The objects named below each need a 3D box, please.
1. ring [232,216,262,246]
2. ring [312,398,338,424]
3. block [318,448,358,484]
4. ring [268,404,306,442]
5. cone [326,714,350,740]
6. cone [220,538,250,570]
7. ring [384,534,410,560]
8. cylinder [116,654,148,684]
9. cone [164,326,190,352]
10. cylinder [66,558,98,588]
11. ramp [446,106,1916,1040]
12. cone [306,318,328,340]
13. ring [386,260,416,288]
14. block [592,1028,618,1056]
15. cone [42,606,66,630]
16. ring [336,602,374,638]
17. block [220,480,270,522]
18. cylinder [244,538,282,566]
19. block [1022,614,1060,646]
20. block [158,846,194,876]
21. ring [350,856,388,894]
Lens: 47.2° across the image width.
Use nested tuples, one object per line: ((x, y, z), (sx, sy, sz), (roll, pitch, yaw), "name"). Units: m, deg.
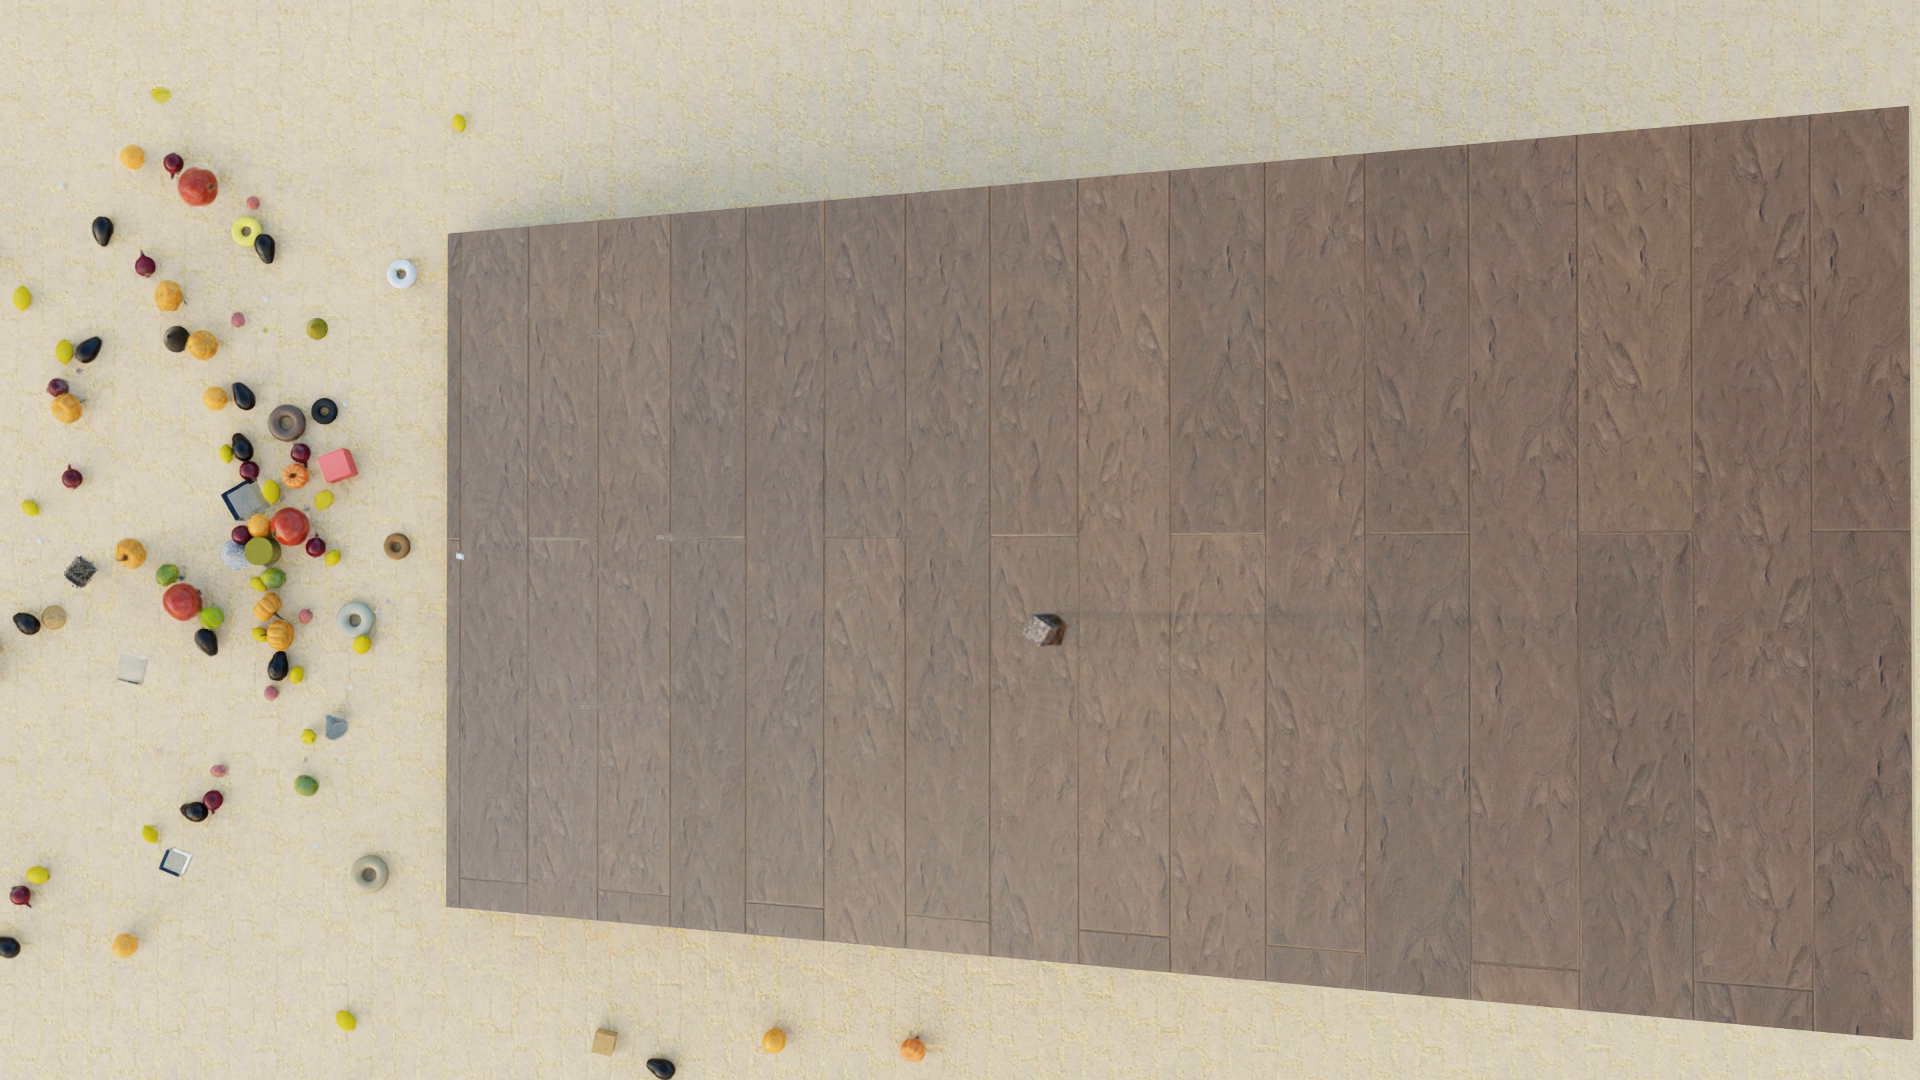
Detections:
((-2.146, -0.928, 6.615), (0.091, 0.030, 0.091), (0, 88, 0), "ring")
((-1.911, -0.387, 6.611), (0.080, 0.027, 0.080), (0, 89, 1), "ring")
((-1.862, -0.222, 6.583), (0.080, 0.080, 0.080), (-20, 89, 0), "block")
((-2.022, -0.351, 6.606), (0.113, 0.038, 0.113), (0, 90, -1), "ring")
((-1.885, 0.546, 6.598), (0.074, 0.074, 0.074), (-45, 63, 0), "cone")
((-2.176, 0.042, 6.571), (0.098, 0.098, 0.098), (0, 89, 0), "cone")
((-1.691, 0.019, 6.607), (0.080, 0.027, 0.080), (0, 88, 1), "ring")
((-2.474, 0.386, 6.578), (0.076, 0.076, 0.076), (13, 89, 0), "cylinder")
((-2.361, -0.606, 6.586), (0.081, 0.081, 0.081), (0, 89, 0), "cone")
((-2.632, 0.098, 6.587), (0.065, 0.065, 0.065), (38, 88, 0), "cylinder")
((0.278, 0.079, 5.662), (4.000, 0.100, 2.000), (0, 89, 27), "ramp")
((-1.938, -0.637, 6.594), (0.066, 0.066, 0.066), (0, 89, 0), "cone")
((-1.680, -0.799, 6.614), (0.089, 0.030, 0.089), (0, 88, 0), "ring")
((-1.062, 1.501, 6.574), (0.060, 0.060, 0.060), (12, 89, 0), "block")
((-2.726, 0.233, 6.580), (0.075, 0.075, 0.075), (0, 89, 0), "cone")
((-1.815, 0.241, 6.600), (0.112, 0.037, 0.112), (0, 91, 0), "ring")
((-2.136, -0.118, 6.577), (0.090, 0.090, 0.090), (-30, 89, 0), "block")
((-2.085, 0.034, 6.577), (0.085, 0.085, 0.085), (0, 89, 0), "cylinder")
((0.206, 0.230, 5.608), (0.059, 0.059, 0.059), (35, 105, 23), "block")
((-2.345, 0.962, 6.578), (0.064, 0.064, 0.064), (23, 89, 0), "block")
((-1.769, 1.002, 6.591), (0.114, 0.038, 0.114), (0, 89, -1), "ring")
